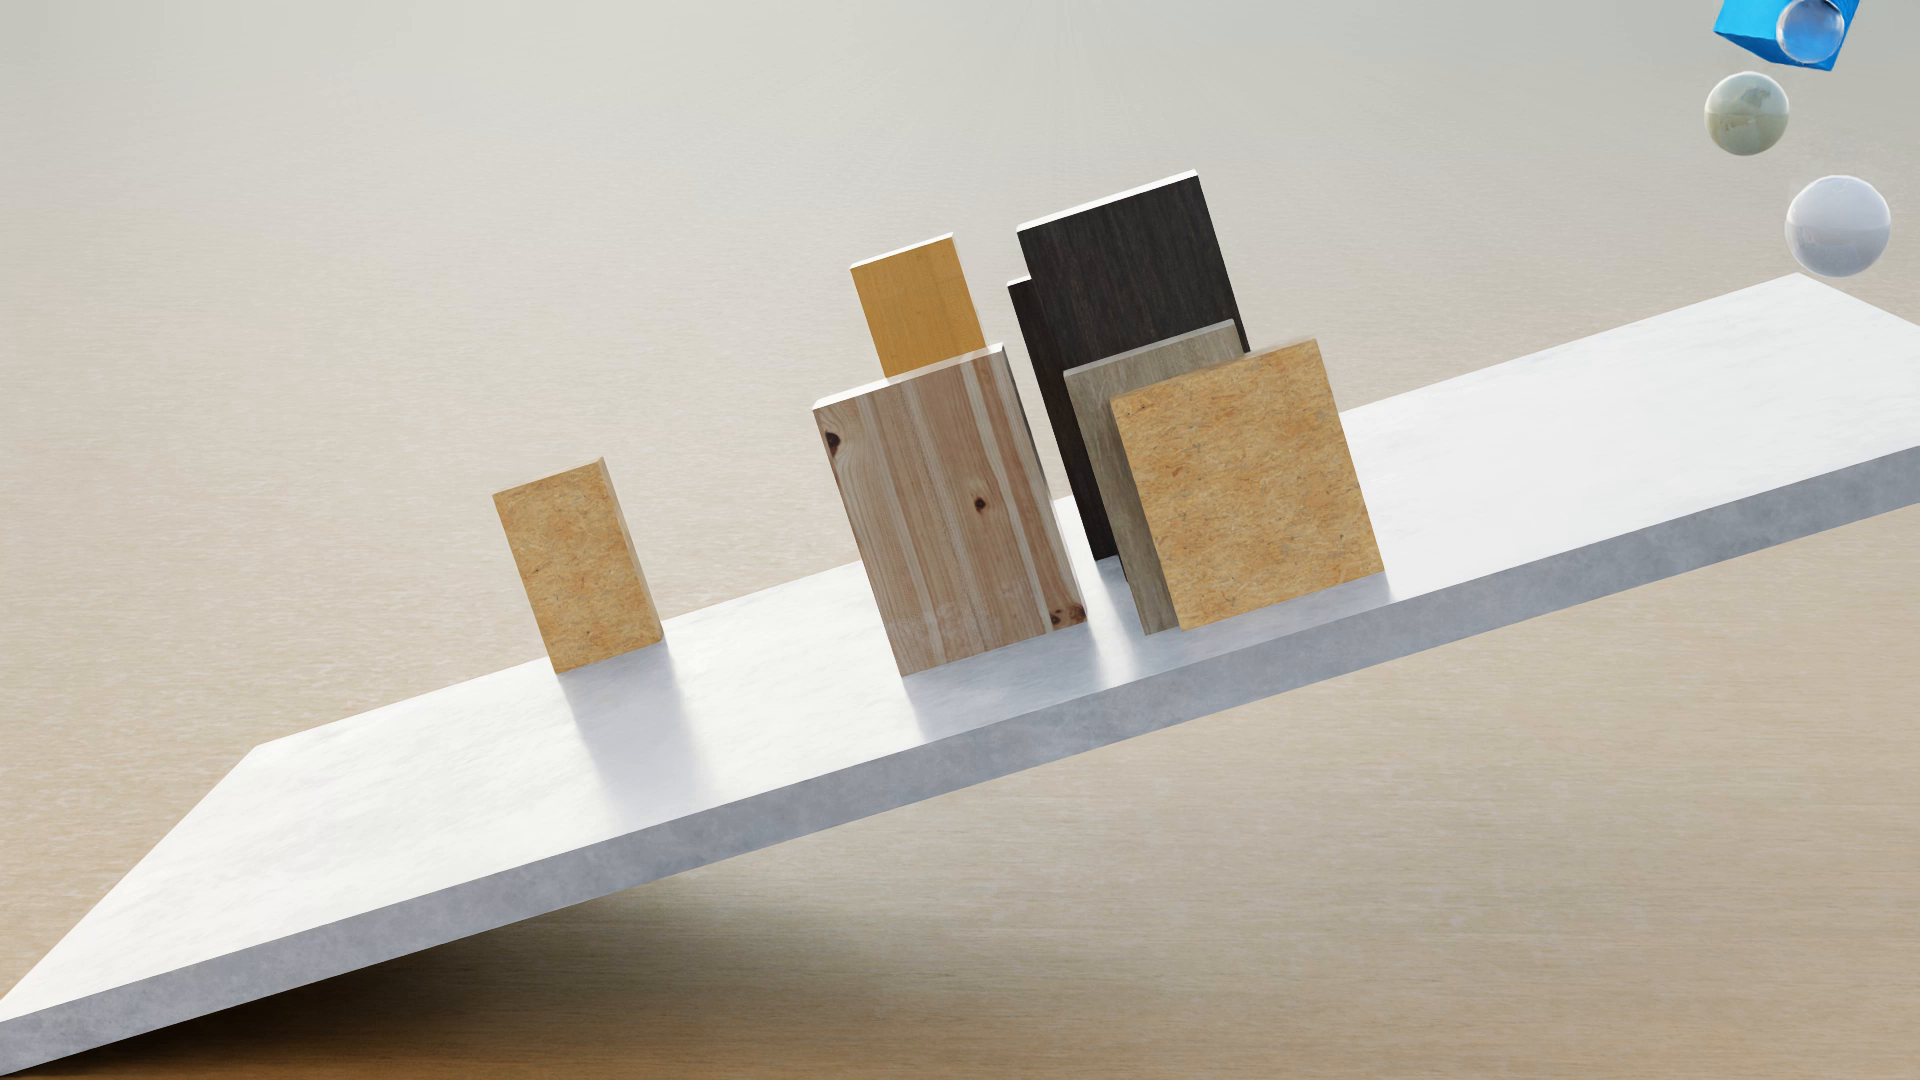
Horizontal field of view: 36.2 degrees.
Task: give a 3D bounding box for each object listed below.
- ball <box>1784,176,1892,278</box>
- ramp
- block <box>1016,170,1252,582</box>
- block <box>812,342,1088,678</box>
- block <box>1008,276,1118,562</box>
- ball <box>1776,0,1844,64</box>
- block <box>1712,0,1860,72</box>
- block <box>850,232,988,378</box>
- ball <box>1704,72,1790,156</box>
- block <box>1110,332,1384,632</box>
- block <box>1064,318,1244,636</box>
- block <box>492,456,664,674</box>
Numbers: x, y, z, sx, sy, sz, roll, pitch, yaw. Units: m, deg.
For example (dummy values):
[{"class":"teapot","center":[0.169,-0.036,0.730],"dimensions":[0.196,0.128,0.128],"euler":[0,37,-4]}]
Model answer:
[{"class":"ball","center":[1.719,-0.614,5.760],"dimensions":[0.201,0.201,0.201],"euler":[0,11,0]},{"class":"ramp","center":[0.100,0.183,6.311],"dimensions":[4.000,0.100,2.000],"euler":[-17,10,5]},{"class":"block","center":[0.416,-0.340,6.100],"dimensions":[0.384,0.762,0.149],"euler":[-17,10,5]},{"class":"block","center":[-0.017,-0.060,5.909],"dimensions":[0.393,0.571,0.128],"euler":[-17,10,5]},{"class":"block","center":[0.410,-0.321,6.378],"dimensions":[0.445,0.631,0.081],"euler":[-17,10,5]},{"class":"ball","center":[1.717,-1.032,5.943],"dimensions":[0.134,0.134,0.134],"euler":[0,11,0]},{"class":"block","center":[1.722,-1.102,6.116],"dimensions":[0.181,0.181,0.181],"euler":[19,5,-31]},{"class":"block","center":[-0.020,-0.314,6.767],"dimensions":[0.242,0.740,0.101],"euler":[-17,10,5]},{"class":"ball","center":[1.707,-0.924,6.381],"dimensions":[0.181,0.181,0.181],"euler":[0,11,0]},{"class":"block","center":[0.539,-0.108,5.523],"dimensions":[0.397,0.459,0.081],"euler":[-17,10,5]},{"class":"block","center":[0.434,-0.118,5.582],"dimensions":[0.334,0.521,0.084],"euler":[-17,10,5]},{"class":"block","center":[-0.921,0.061,7.111],"dimensions":[0.269,0.464,0.087],"euler":[-17,10,5]}]
